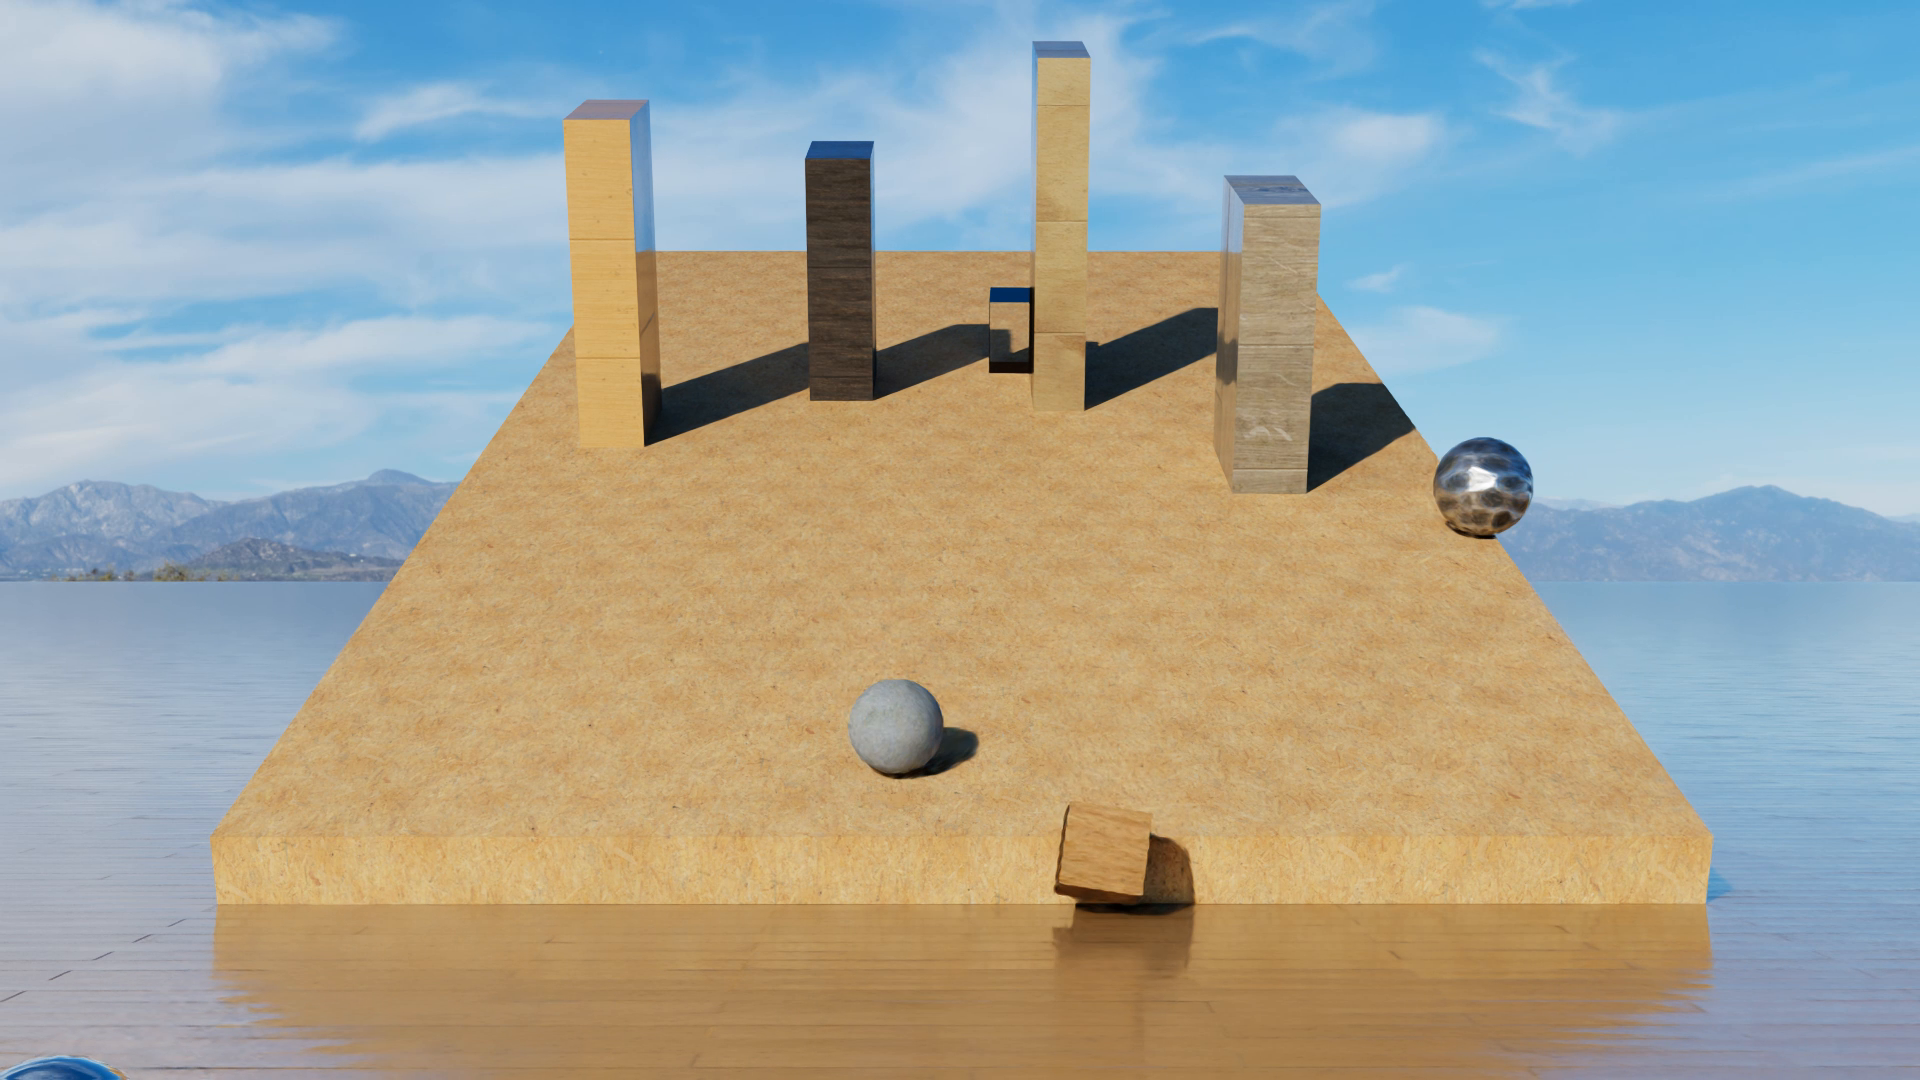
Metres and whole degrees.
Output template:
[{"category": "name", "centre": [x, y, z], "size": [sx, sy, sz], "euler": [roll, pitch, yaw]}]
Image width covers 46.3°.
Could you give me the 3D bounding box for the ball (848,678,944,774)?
[{"category": "ball", "centre": [-0.090, 0.263, 3.166], "size": [0.135, 0.135, 0.135], "euler": [0, -1, 0]}]

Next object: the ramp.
[{"category": "ramp", "centre": [-0.004, -0.192, 4.897], "size": [2.000, 0.100, 4.000], "euler": [0, 18, 0]}]

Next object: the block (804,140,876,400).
[{"category": "block", "centre": [-0.270, -0.620, 5.151], "size": [0.144, 0.550, 0.266], "euler": [0, 18, 0]}]

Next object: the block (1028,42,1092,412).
[{"category": "block", "centre": [0.221, -0.712, 5.067], "size": [0.114, 0.779, 0.339], "euler": [0, 18, 0]}]

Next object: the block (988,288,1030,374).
[{"category": "block", "centre": [0.158, -0.506, 5.408], "size": [0.172, 0.172, 0.172], "euler": [1, 18, 1]}]

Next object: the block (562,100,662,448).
[{"category": "block", "centre": [-0.736, -0.572, 4.790], "size": [0.134, 0.688, 0.315], "euler": [0, 18, 0]}]

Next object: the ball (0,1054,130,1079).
[{"category": "ball", "centre": [-0.579, 0.397, 1.431], "size": [0.135, 0.135, 0.135], "euler": [0, -1, 0]}]

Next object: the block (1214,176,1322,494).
[{"category": "block", "centre": [0.612, -0.418, 4.512], "size": [0.146, 0.575, 0.341], "euler": [0, 18, 0]}]

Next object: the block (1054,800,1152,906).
[{"category": "block", "centre": [0.185, 0.408, 2.912], "size": [0.107, 0.107, 0.107], "euler": [9, -16, 1]}]

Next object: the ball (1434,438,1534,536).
[{"category": "ball", "centre": [0.974, -0.100, 4.179], "size": [0.183, 0.183, 0.183], "euler": [0, -1, 0]}]
